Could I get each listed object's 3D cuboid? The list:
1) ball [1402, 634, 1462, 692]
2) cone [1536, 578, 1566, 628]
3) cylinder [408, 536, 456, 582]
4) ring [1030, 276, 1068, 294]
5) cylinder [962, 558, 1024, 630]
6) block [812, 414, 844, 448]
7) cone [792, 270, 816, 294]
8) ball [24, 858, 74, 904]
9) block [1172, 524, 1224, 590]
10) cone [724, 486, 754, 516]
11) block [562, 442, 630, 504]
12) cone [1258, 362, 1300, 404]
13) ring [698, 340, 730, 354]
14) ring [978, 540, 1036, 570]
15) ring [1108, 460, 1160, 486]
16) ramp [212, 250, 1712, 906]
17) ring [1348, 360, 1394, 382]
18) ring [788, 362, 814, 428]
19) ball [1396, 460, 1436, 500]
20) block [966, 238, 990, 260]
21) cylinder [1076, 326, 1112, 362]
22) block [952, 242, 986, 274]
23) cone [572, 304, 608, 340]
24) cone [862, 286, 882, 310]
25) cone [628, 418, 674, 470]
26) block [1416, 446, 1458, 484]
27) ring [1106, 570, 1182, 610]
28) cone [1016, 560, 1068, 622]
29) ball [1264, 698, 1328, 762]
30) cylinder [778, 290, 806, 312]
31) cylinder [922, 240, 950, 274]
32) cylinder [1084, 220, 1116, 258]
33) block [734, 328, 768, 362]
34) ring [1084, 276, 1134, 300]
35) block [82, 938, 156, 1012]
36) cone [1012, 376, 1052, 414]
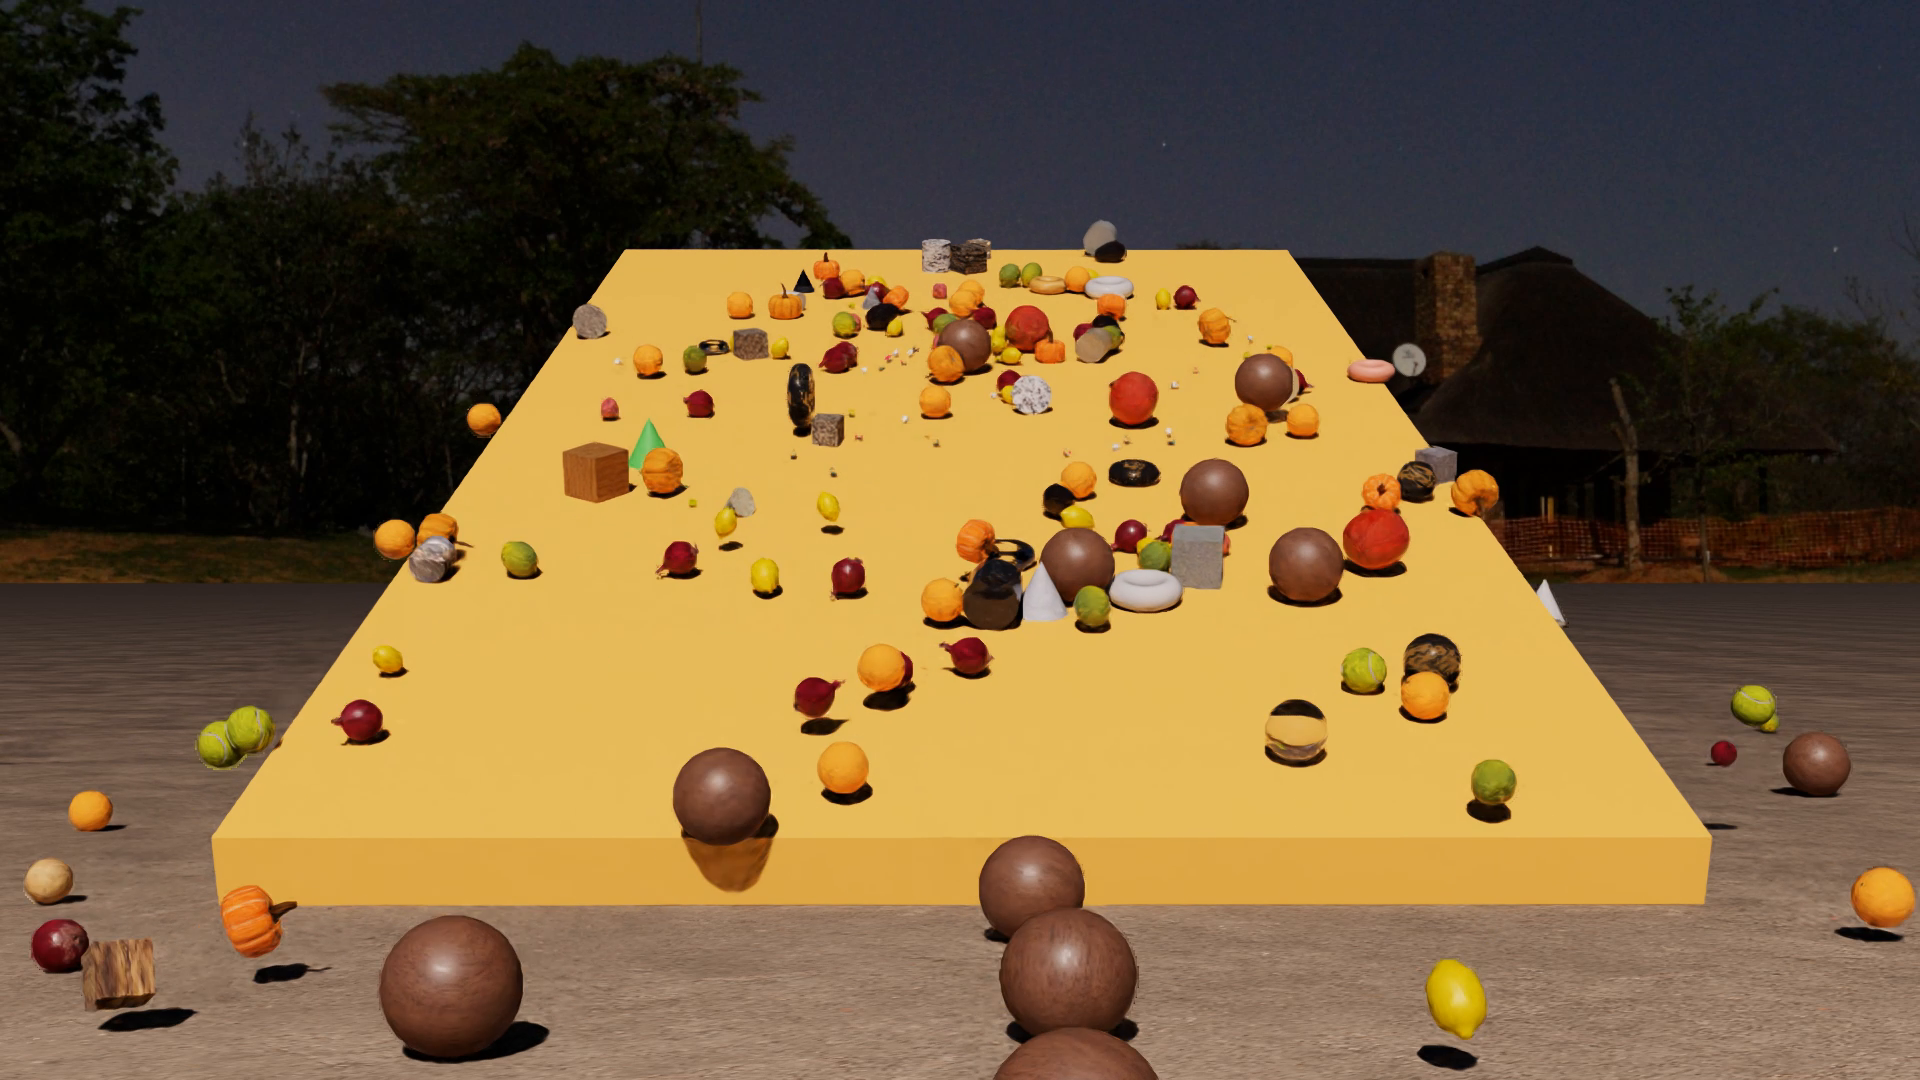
[{"bbox_3d":[0.729,0.190,3.469,0.090,0.090,0.090,0,-1,0],"label":"ball"},{"bbox_3d":[1.177,0.122,4.527,0.094,0.094,0.094,7,-14,2],"label":"cone"},{"bbox_3d":[-0.931,0.034,3.964,0.066,0.066,0.066,0,19,6],"label":"cylinder"},{"bbox_3d":[0.244,-0.706,6.221,0.108,0.036,0.108,1,19,0],"label":"ring"},{"bbox_3d":[0.056,0.091,3.754,0.094,0.094,0.094,0,18,7],"label":"cylinder"},{"bbox_3d":[-0.281,-0.234,4.779,0.056,0.056,0.056,4,19,11],"label":"block"},{"bbox_3d":[-0.433,-0.720,6.217,0.063,0.063,0.063,0,19,0],"label":"cone"},{"bbox_3d":[-1.232,0.461,3.036,0.061,0.061,0.061,0,-1,0],"label":"ball"},{"bbox_3d":[0.418,0.029,3.949,0.088,0.088,0.088,3,19,7],"label":"block"},{"bbox_3d":[-0.438,-0.065,4.322,0.061,0.061,0.061,-20,-14,39],"label":"cone"},{"bbox_3d":[-0.717,-0.133,4.425,0.090,0.090,0.090,13,23,34],"label":"block"},{"bbox_3d":[0.723,-0.349,5.148,0.096,0.096,0.096,0,-8,0],"label":"cone"},{"bbox_3d":[-0.609,-0.477,5.551,0.076,0.025,0.076,1,18,0],"label":"ring"},{"bbox_3d":[0.083,0.028,4.036,0.106,0.035,0.106,-1,19,0],"label":"ring"},{"bbox_3d":[0.351,-0.135,4.523,0.105,0.035,0.105,1,18,0],"label":"ring"},{"bbox_3d":[-0.004,-0.193,4.903,2.000,0.100,4.000,0,19,0],"label":"ramp"},{"bbox_3d":[0.972,-0.399,5.307,0.112,0.037,0.112,-1,19,0],"label":"ring"},{"bbox_3d":[-0.342,-0.312,4.837,0.046,0.139,0.139,0,-1,4],"label":"ring"},{"bbox_3d":[0.895,-0.117,4.401,0.077,0.077,0.077,0,-1,0],"label":"ball"},{"bbox_3d":[0.055,-0.860,6.651,0.053,0.053,0.053,-12,22,-33],"label":"block"},{"bbox_3d":[0.326,-0.476,5.475,0.074,0.074,0.074,0,18,19],"label":"cylinder"},{"bbox_3d":[0.026,-0.810,6.469,0.074,0.074,0.074,-12,22,-32],"label":"block"},{"bbox_3d":[-0.958,-0.545,5.726,0.092,0.092,0.092,0,-11,-28],"label":"cone"},{"bbox_3d":[-0.237,-0.653,6.023,0.059,0.059,0.059,0,19,0],"label":"cone"},{"bbox_3d":[-0.640,-0.206,4.630,0.097,0.097,0.097,0,19,0],"label":"cone"},{"bbox_3d":[0.960,-0.151,4.533,0.059,0.059,0.059,-13,23,-34],"label":"block"},{"bbox_3d":[0.316,0.086,3.850,0.130,0.043,0.130,-1,19,0],"label":"ring"},{"bbox_3d":[0.137,0.078,3.792,0.094,0.094,0.094,0,19,0],"label":"cone"},{"bbox_3d":[0.482,0.273,3.218,0.091,0.091,0.091,0,-1,0],"label":"ball"},{"bbox_3d":[-0.446,-0.637,5.985,0.052,0.052,0.052,18,10,34],"label":"cylinder"},{"bbox_3d":[-0.068,-0.819,6.481,0.083,0.083,0.083,0,19,0],"label":"cylinder"},{"bbox_3d":[0.420,-0.900,6.705,0.094,0.094,0.094,0,25,4],"label":"cylinder"},{"bbox_3d":[-0.512,-0.479,5.497,0.064,0.064,0.064,-10,21,-28],"label":"block"},{"bbox_3d":[0.409,-0.689,6.155,0.136,0.045,0.136,-2,22,1],"label":"ring"},{"bbox_3d":[-0.817,0.422,2.179,0.055,0.055,0.055,1,-23,-33],"label":"block"},{"bbox_3d":[0.153,-0.317,5.053,0.091,0.091,0.091,0,-8,-9],"label":"cone"}]
